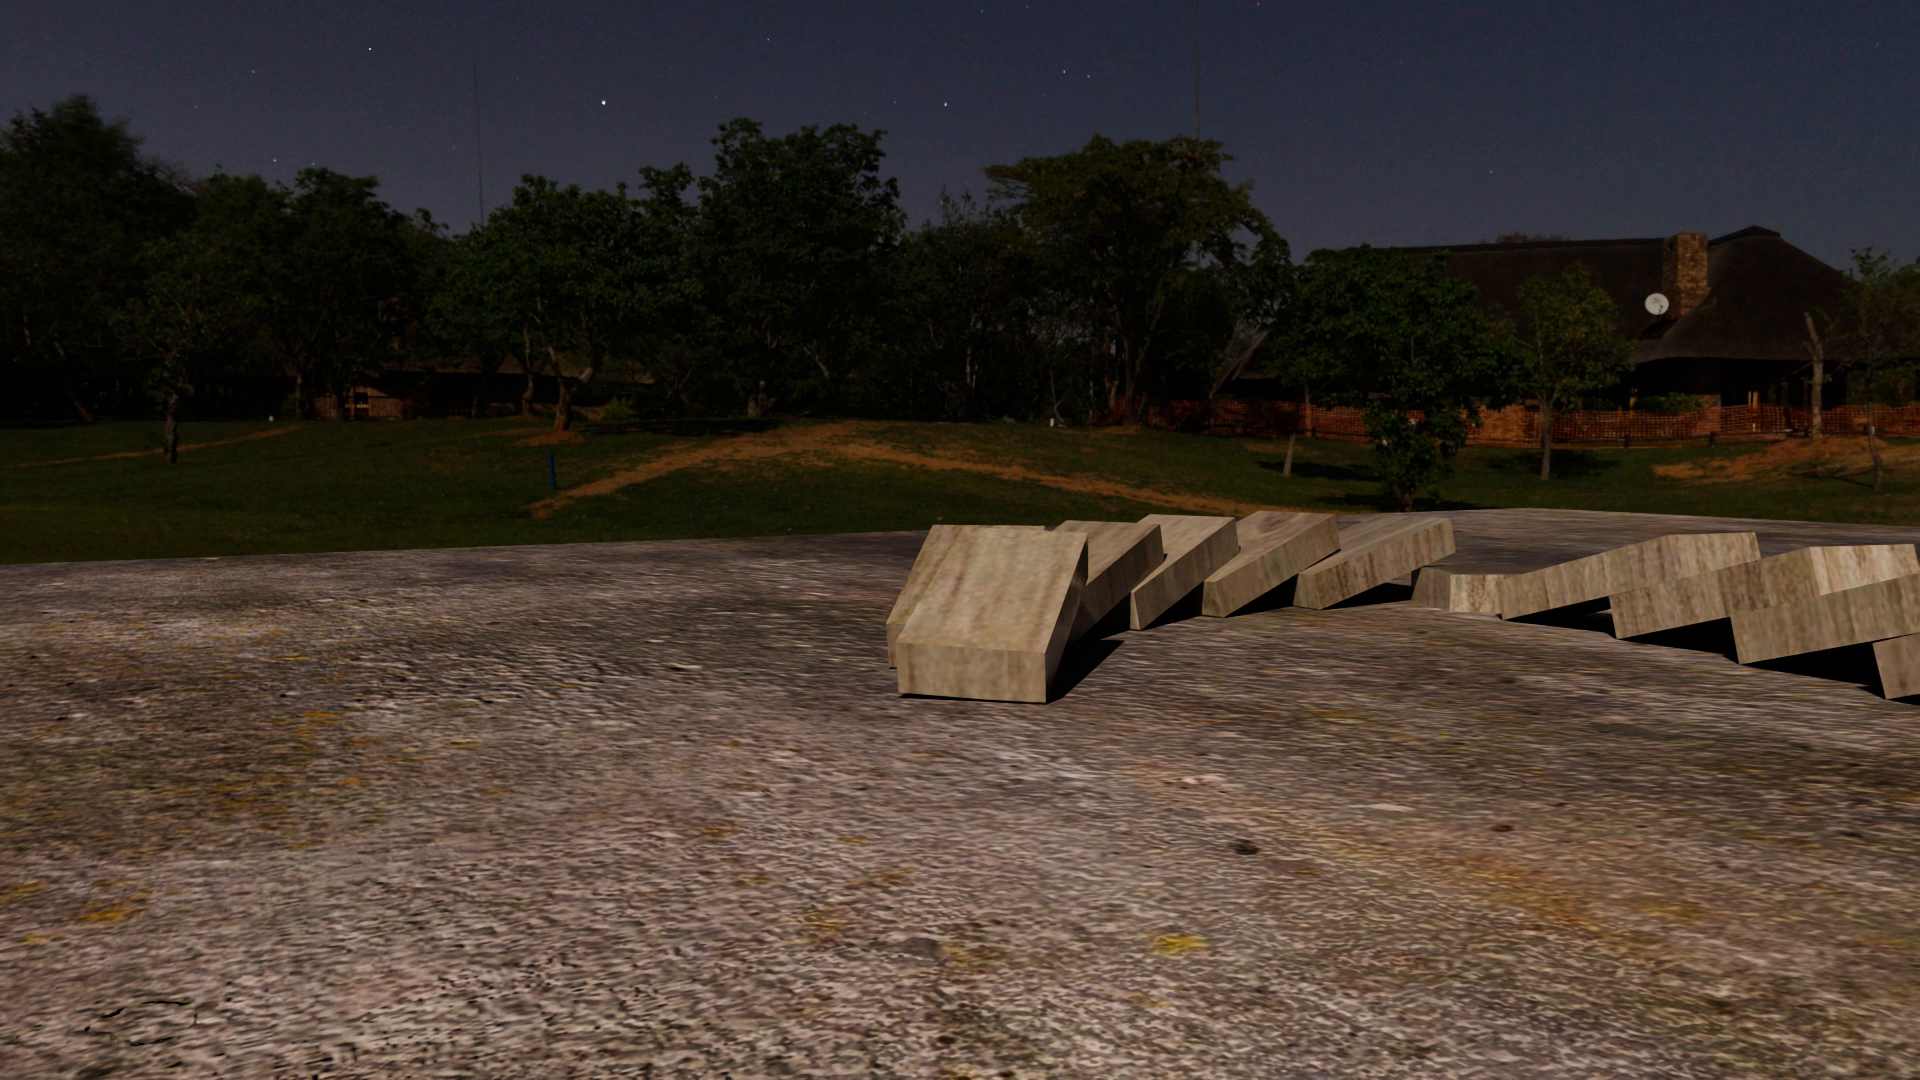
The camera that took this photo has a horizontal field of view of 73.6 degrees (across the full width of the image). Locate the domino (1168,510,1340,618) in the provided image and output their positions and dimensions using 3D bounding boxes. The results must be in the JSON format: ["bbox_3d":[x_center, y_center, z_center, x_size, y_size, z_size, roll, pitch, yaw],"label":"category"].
[{"bbox_3d":[0.074,0.005,0.336,0.050,0.009,0.025,-25,18,-35],"label":"domino"}]

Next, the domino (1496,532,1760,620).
[{"bbox_3d":[0.151,0.009,0.293,0.025,0.009,0.050,-2,-12,-20],"label":"domino"}]

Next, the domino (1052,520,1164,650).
[{"bbox_3d":[0.024,0.009,0.290,0.025,0.009,0.050,3,22,34],"label":"domino"}]

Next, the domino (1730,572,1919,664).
[{"bbox_3d":[0.167,0.014,0.227,0.025,0.010,0.050,-1,-13,-11],"label":"domino"}]

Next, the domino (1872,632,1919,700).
[{"bbox_3d":[0.171,0.015,0.194,0.025,0.009,0.050,-1,-15,-11],"label":"domino"}]

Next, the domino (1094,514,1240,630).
[{"bbox_3d":[0.046,0.007,0.316,0.025,0.010,0.050,3,23,39],"label":"domino"}]

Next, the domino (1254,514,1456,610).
[{"bbox_3d":[0.107,0.005,0.349,0.050,0.009,0.025,-19,12,-24],"label":"domino"}]

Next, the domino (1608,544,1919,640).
[{"bbox_3d":[0.161,0.011,0.260,0.025,0.010,0.050,-1,-13,-16],"label":"domino"}]

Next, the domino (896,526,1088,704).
[{"bbox_3d":[0.007,0.012,0.233,0.025,0.009,0.050,3,24,13],"label":"domino"}]

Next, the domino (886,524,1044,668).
[{"bbox_3d":[0.003,0.011,0.262,0.025,0.009,0.050,1,22,9],"label":"domino"}]

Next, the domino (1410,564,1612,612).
[{"bbox_3d":[0.148,0.012,0.338,0.050,0.009,0.025,0,4,-2],"label":"domino"}]
